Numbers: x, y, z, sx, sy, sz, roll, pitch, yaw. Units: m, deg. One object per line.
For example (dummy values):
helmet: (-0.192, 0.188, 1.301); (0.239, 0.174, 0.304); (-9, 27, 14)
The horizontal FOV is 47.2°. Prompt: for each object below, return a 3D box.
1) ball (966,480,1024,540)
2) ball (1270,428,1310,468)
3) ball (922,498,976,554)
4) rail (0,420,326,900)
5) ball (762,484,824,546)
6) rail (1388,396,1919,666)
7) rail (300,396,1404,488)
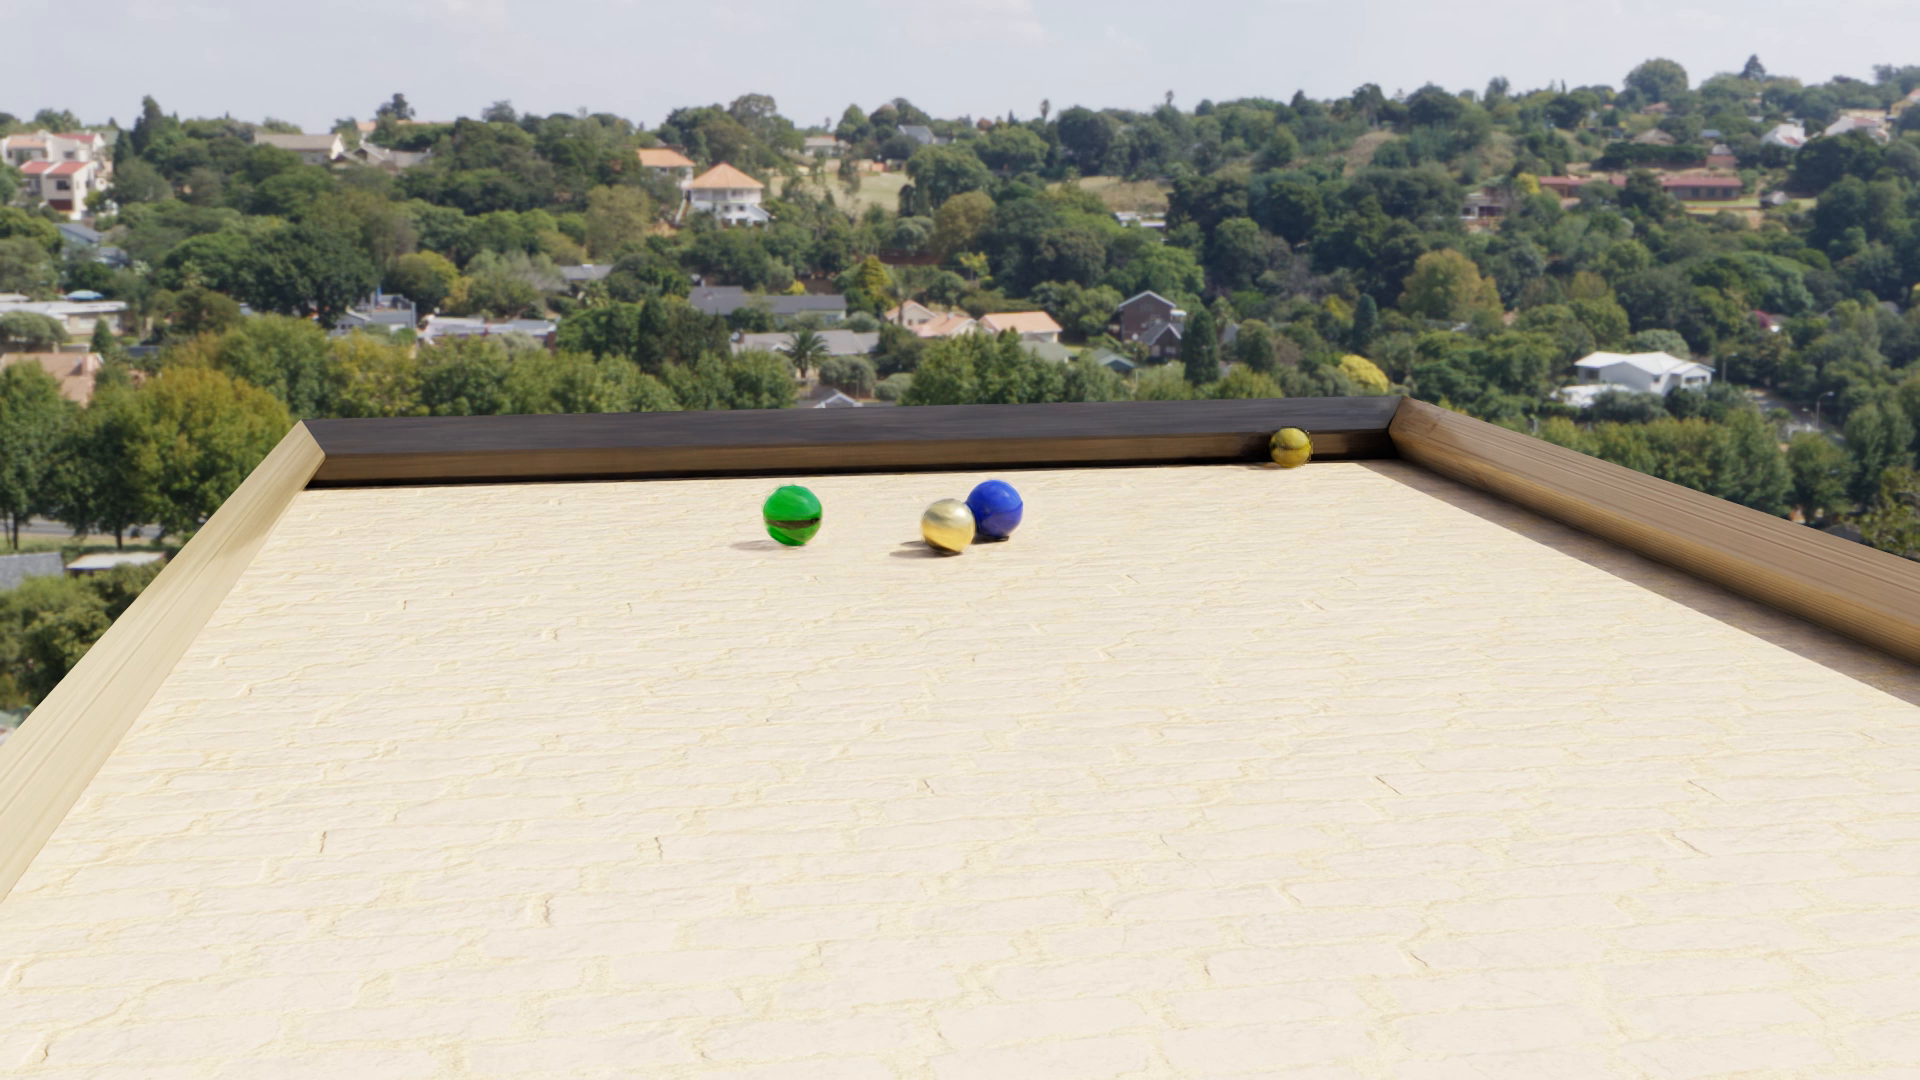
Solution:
ball: (0.053, -0.047, 3.397); (0.092, 0.092, 0.092); (0, 11, 0)
ball: (0.615, -0.172, 4.100); (0.076, 0.076, 0.076); (0, 11, 0)
ball: (-0.017, -0.021, 3.281); (0.083, 0.083, 0.083); (0, 11, 0)
rail: (-0.826, 0.179, 2.120); (0.045, 0.120, 3.626); (-2, 11, -10)
ball: (-0.254, -0.037, 3.343); (0.093, 0.093, 0.093); (0, 11, 0)
rail: (1.136, 0.116, 2.455); (0.045, 0.120, 3.626); (-2, 11, -10)
rail: (-0.151, -0.180, 4.020); (2.039, 0.120, 0.045); (-2, 11, -10)
